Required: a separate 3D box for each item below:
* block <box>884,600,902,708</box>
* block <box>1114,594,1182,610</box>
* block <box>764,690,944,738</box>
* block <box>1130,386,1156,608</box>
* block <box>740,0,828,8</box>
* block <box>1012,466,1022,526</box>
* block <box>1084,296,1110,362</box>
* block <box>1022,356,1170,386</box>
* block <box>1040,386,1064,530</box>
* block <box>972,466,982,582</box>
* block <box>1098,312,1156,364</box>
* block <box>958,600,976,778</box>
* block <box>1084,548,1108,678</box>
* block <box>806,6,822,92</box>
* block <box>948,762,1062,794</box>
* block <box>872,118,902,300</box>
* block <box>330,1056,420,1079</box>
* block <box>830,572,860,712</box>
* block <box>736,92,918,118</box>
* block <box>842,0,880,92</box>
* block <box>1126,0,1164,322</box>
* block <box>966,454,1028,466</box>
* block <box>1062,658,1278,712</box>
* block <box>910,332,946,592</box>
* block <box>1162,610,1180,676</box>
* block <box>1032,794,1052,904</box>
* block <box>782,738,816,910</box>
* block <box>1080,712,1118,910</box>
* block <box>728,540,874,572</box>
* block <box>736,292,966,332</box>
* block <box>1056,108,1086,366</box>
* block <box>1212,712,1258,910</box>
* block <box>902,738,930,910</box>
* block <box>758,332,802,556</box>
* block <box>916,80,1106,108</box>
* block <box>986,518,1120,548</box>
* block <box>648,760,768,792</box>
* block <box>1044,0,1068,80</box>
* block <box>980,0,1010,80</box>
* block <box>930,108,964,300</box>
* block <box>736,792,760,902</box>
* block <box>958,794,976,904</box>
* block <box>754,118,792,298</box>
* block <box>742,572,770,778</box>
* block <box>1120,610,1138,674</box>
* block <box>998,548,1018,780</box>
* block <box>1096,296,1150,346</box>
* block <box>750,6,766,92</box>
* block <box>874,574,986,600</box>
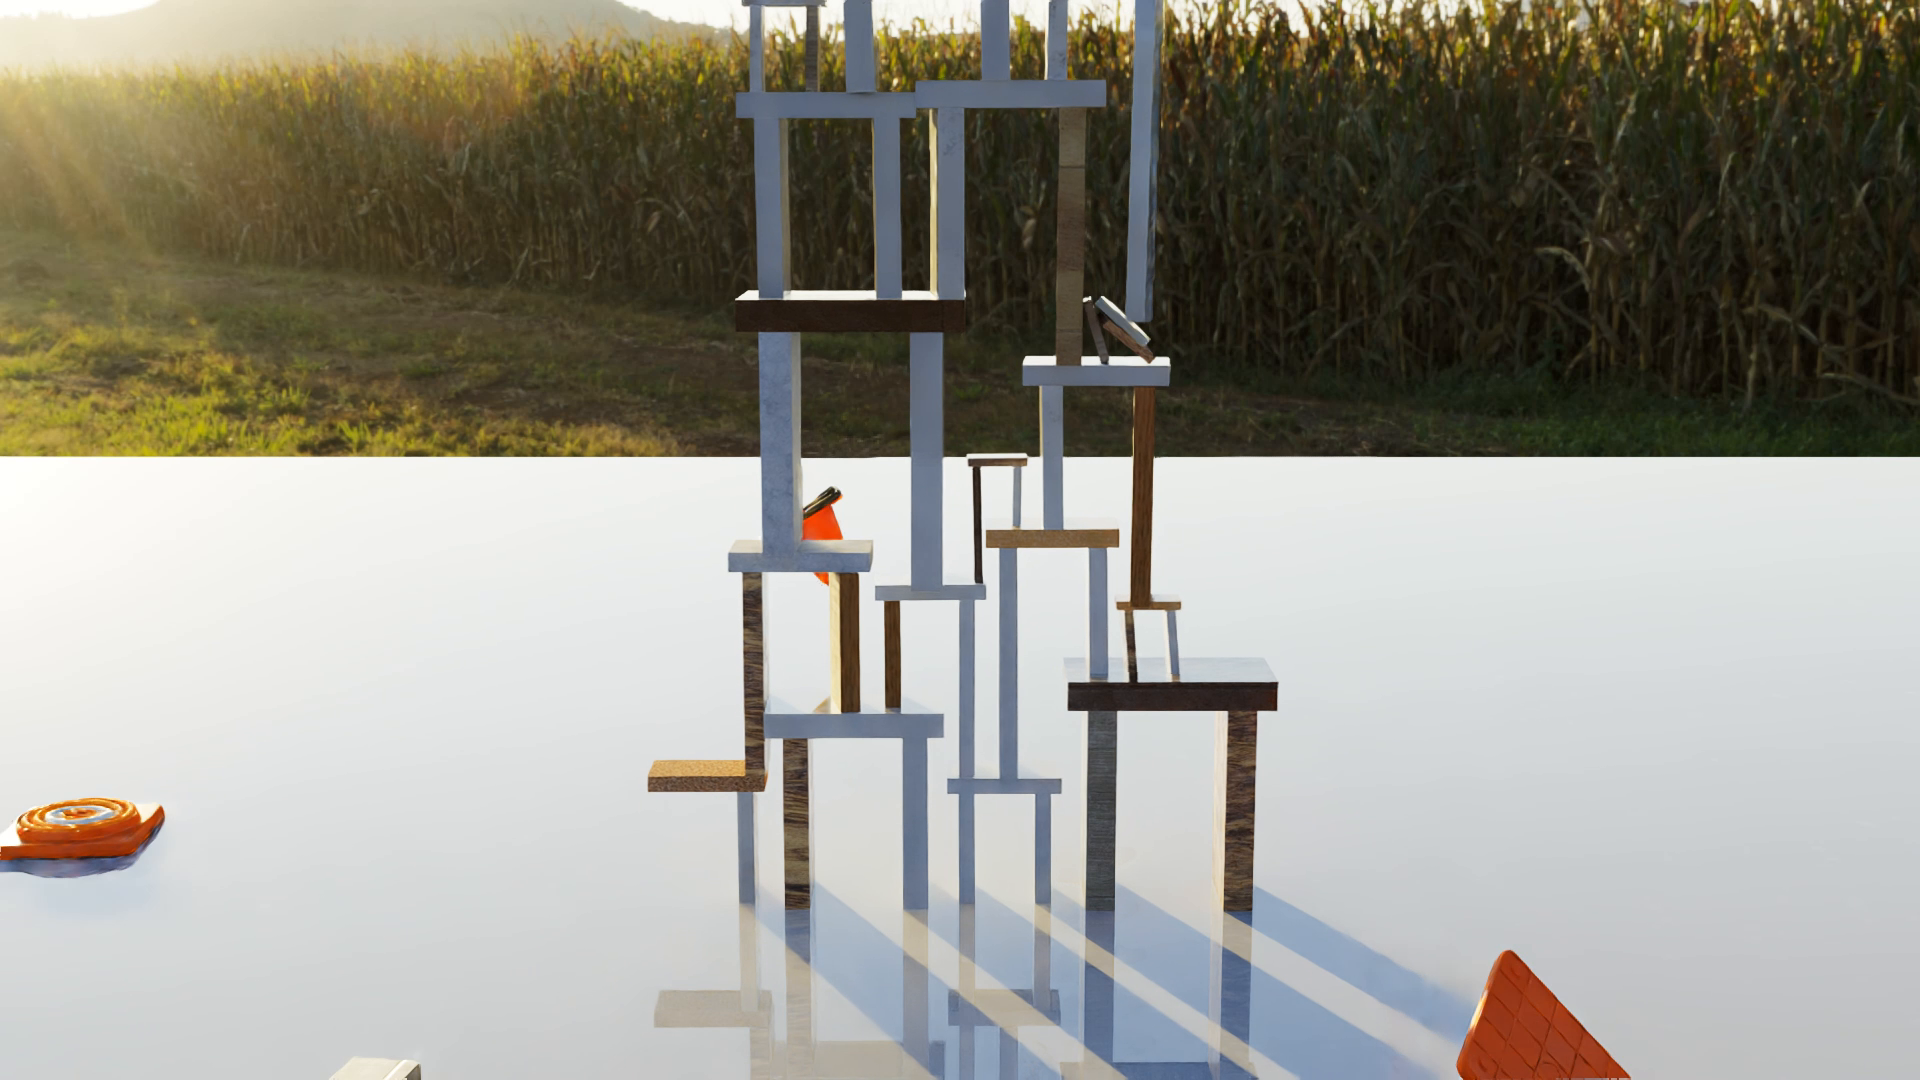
[{"bbox_3d":[-0.110,0.176,3.597,0.025,0.179,0.090,0,11,-1],"label":"block"},{"bbox_3d":[0.305,0.101,3.573,0.105,0.015,0.053,0,11,0],"label":"block"},{"bbox_3d":[-0.171,0.286,3.606,0.290,0.041,0.145,0,11,0],"label":"block"},{"bbox_3d":[0.293,-0.078,3.525,0.033,0.354,0.115,1,11,4],"label":"block"},{"bbox_3d":[-0.271,-0.834,3.399,0.130,0.018,0.065,0,11,0],"label":"block"},{"bbox_3d":[0.091,-0.074,3.539,0.014,0.096,0.048,1,11,0],"label":"block"},{"bbox_3d":[0.215,-0.332,3.472,0.014,0.101,0.050,-17,10,6],"label":"block"},{"bbox_3d":[0.217,-0.268,3.494,0.230,0.033,0.115,1,11,4],"label":"block"},{"bbox_3d":[0.147,-0.140,3.526,0.033,0.230,0.115,-1,11,0],"label":"block"},{"bbox_3d":[0.028,-0.028,3.548,0.014,0.189,0.048,-1,11,-1],"label":"block"},{"bbox_3d":[0.260,-0.318,3.443,0.101,0.014,0.050,37,14,-21],"label":"block"},{"bbox_3d":[0.011,0.234,3.606,0.025,0.296,0.090,0,11,0],"label":"block"},{"bbox_3d":[0.222,0.107,3.578,0.030,0.213,0.107,-1,11,0],"label":"block"},{"bbox_3d":[-0.227,-0.761,3.410,0.018,0.130,0.065,1,11,0],"label":"block"},{"bbox_3d":[0.073,0.393,3.631,0.187,0.027,0.094,0,11,0],"label":"block"},{"bbox_3d":[-0.115,-0.522,3.453,0.039,0.275,0.138,-1,11,-3],"label":"block"},{"bbox_3d":[-0.784,0.727,2.859,0.095,0.027,0.190,2,11,9],"label":"block"},{"bbox_3d":[-0.187,0.156,3.574,0.032,0.227,0.113,-2,11,-11],"label":"block"},{"bbox_3d":[-0.204,-0.677,3.428,0.275,0.039,0.138,0,11,1],"label":"block"},{"bbox_3d":[-0.155,-0.859,3.389,0.044,0.332,0.157,-2,11,1],"label":"block"},{"bbox_3d":[0.286,-0.606,3.402,0.030,0.534,0.107,3,8,11],"label":"block"},{"bbox_3d":[0.060,-0.128,3.530,0.096,0.014,0.048,-1,11,-1],"label":"block"},{"bbox_3d":[0.341,0.235,3.604,0.337,0.048,0.168,0,11,0],"label":"block"},{"bbox_3d":[-0.051,-0.137,3.528,0.050,0.409,0.177,0,11,1],"label":"block"},{"bbox_3d":[0.343,0.162,3.576,0.015,0.105,0.053,-5,11,-2],"label":"block"},{"bbox_3d":[0.136,0.498,3.651,0.027,0.187,0.094,0,11,0],"label":"block"},{"bbox_3d":[-0.266,0.448,3.639,0.041,0.290,0.145,0,11,0],"label":"block"},{"bbox_3d":[0.229,0.424,3.639,0.048,0.337,0.168,0,11,0],"label":"block"},{"bbox_3d":[-0.257,0.026,3.565,0.227,0.032,0.113,0,11,1],"label":"block"},{"bbox_3d":[-0.169,-0.363,3.488,0.355,0.050,0.177,0,11,1],"label":"block"},{"bbox_3d":[0.174,-0.479,3.457,0.041,0.394,0.145,1,11,2],"label":"block"},{"bbox_3d":[0.453,0.424,3.639,0.048,0.337,0.168,0,11,0],"label":"block"},{"bbox_3d":[-0.073,0.448,3.640,0.041,0.290,0.145,0,11,0],"label":"block"},{"bbox_3d":[-0.286,-0.164,3.529,0.050,0.355,0.177,0,11,1],"label":"block"},{"bbox_3d":[0.079,-0.693,3.417,0.291,0.041,0.145,0,11,1],"label":"block"},{"bbox_3d":[0.148,-0.012,3.553,0.213,0.030,0.107,0,11,0],"label":"block"},{"bbox_3d":[-0.415,0.390,3.633,0.190,0.027,0.095,0,11,-1],"label":"block"},{"bbox_3d":[0.149,-0.818,3.389,0.030,0.213,0.107,1,11,0],"label":"block"},{"bbox_3d":[0.052,-0.867,3.384,0.044,0.314,0.157,-1,11,1],"label":"block"},{"bbox_3d":[-0.020,-0.528,3.447,0.041,0.291,0.145,-1,11,-5],"label":"block"},{"bbox_3d":[-0.352,0.496,3.654,0.027,0.190,0.095,0,11,-1],"label":"block"},{"bbox_3d":[0.011,0.498,3.651,0.027,0.187,0.094,0,11,0],"label":"block"},{"bbox_3d":[-0.294,-0.523,3.459,0.039,0.275,0.138,0,11,1],"label":"block"},{"bbox_3d":[-0.333,0.209,3.601,0.032,0.341,0.113,0,11,0],"label":"block"},{"bbox_3d":[0.275,0.160,3.585,0.015,0.105,0.053,-5,12,-3],"label":"block"},{"bbox_3d":[0.078,0.191,3.593,0.030,0.384,0.107,0,11,0],"label":"block"},{"bbox_3d":[0.255,-0.343,3.446,0.101,0.014,0.050,42,13,1],"label":"block"},{"bbox_3d":[-0.314,-0.761,3.412,0.018,0.131,0.065,1,11,-1],"label":"block"},{"bbox_3d":[-0.049,0.076,3.572,0.179,0.025,0.090,0,11,-2],"label":"block"}]
